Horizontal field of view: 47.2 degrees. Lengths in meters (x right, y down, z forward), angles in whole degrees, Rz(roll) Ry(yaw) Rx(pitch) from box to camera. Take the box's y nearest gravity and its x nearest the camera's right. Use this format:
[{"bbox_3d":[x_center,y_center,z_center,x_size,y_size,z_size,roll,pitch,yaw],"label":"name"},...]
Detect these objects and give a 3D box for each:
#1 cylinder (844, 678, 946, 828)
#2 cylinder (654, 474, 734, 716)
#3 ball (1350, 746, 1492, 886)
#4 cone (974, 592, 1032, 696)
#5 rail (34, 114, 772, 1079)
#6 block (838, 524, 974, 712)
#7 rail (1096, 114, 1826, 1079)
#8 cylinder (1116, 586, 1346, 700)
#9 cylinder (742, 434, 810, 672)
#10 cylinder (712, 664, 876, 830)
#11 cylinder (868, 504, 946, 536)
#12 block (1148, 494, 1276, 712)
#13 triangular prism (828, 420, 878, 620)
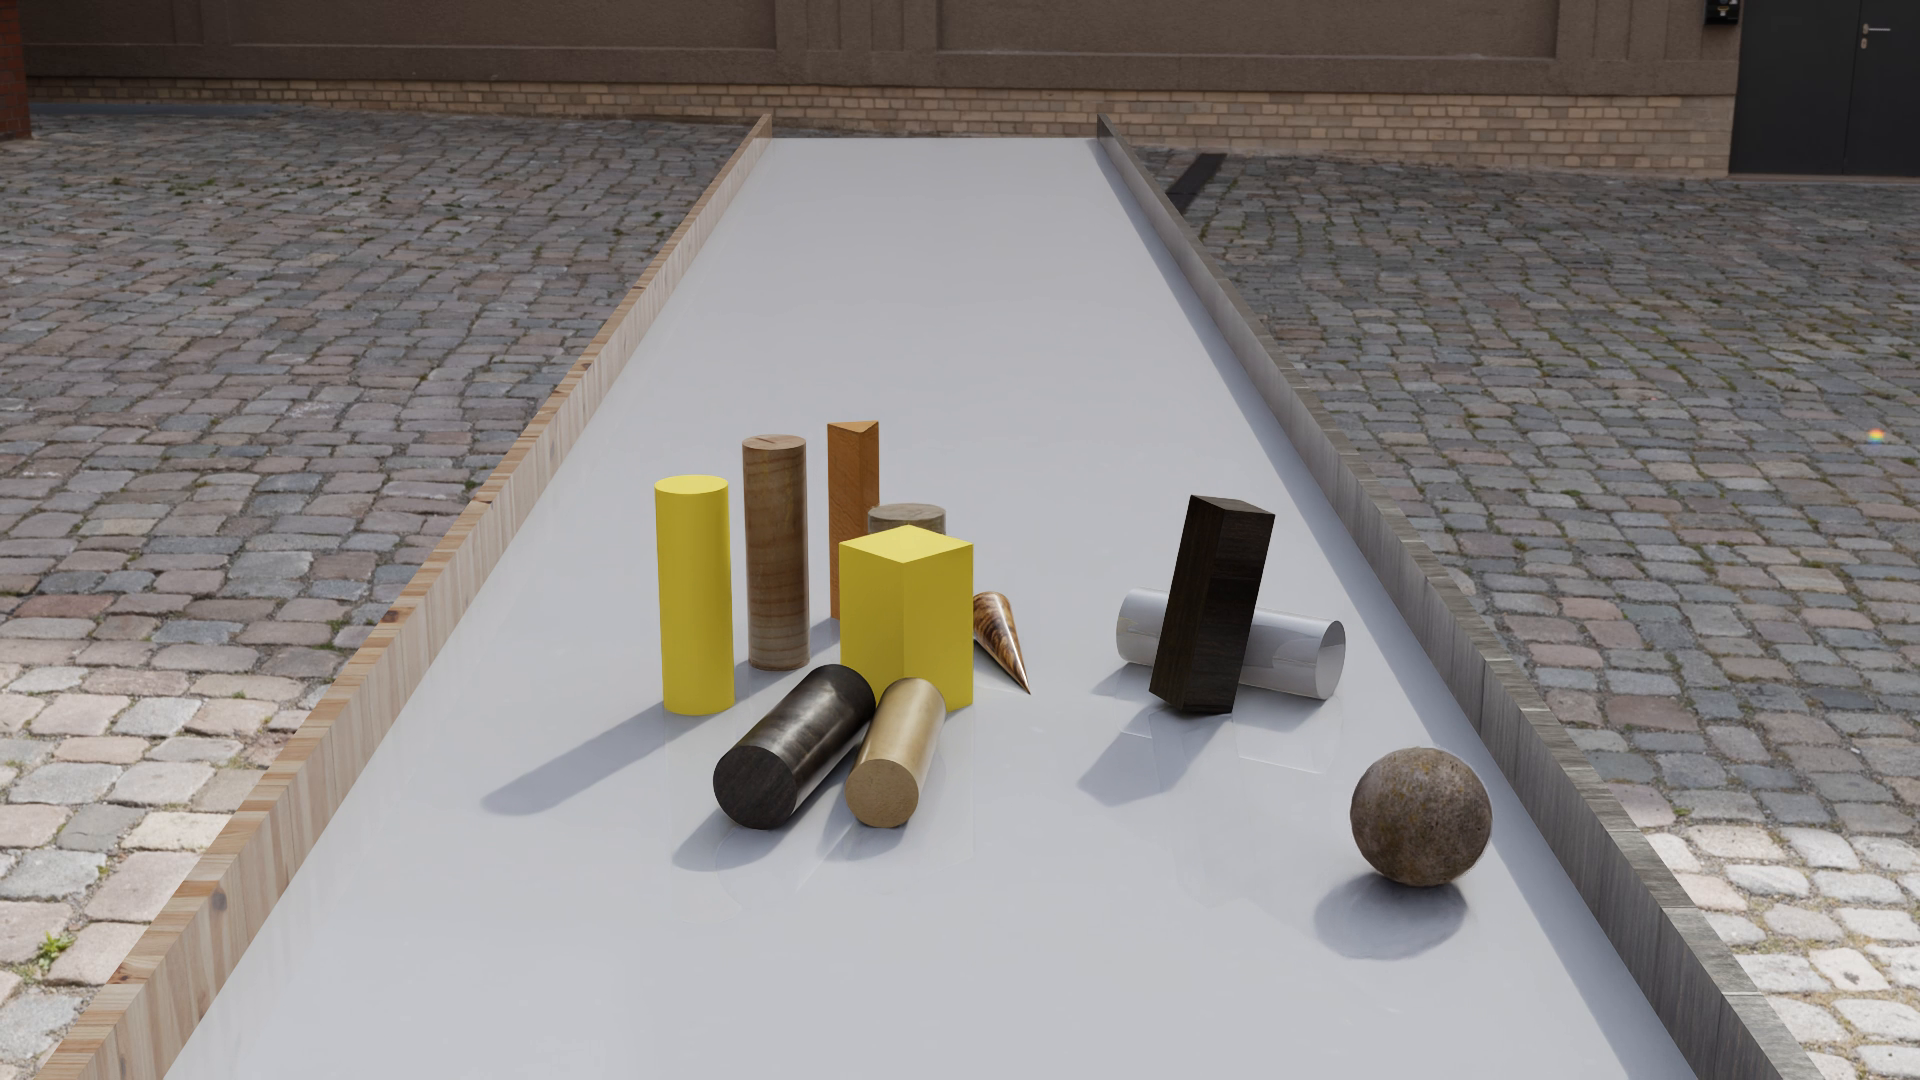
[{"bbox_3d":[-0.107,0.361,3.797,0.123,0.123,0.390,2,17,6],"label":"cylinder"},{"bbox_3d":[-0.496,0.103,4.125,0.136,0.430,0.136,0,17,0],"label":"cylinder"},{"bbox_3d":[0.714,0.428,3.409,0.215,0.215,0.215,0,17,0],"label":"ball"},{"bbox_3d":[0.096,0.226,4.374,0.107,0.107,0.347,-4,26,-13],"label":"cone"},{"bbox_3d":[-1.118,-0.838,7.780,0.050,0.150,12.000,0,17,-1],"label":"rail"},{"bbox_3d":[-0.101,0.158,4.137,0.177,0.318,0.177,-15,22,-42],"label":"block"},{"bbox_3d":[0.932,-0.844,7.801,0.050,0.150,12.000,0,17,-1],"label":"rail"},{"bbox_3d":[0.527,0.198,4.293,0.419,0.153,0.153,10,19,30],"label":"cylinder"},{"bbox_3d":[-0.362,0.026,4.347,0.125,0.452,0.125,0,17,0],"label":"cylinder"},{"bbox_3d":[-0.279,0.350,3.791,0.148,0.148,0.408,5,17,16],"label":"cylinder"},{"bbox_3d":[-0.103,0.094,4.360,0.153,0.307,0.153,-1,13,0],"label":"cylinder"},{"bbox_3d":[0.471,0.120,4.120,0.115,0.385,0.115,5,12,-30],"label":"block"},{"bbox_3d":[-0.205,-0.037,4.613,0.093,0.422,0.107,-15,22,-41],"label":"triangular prism"}]
